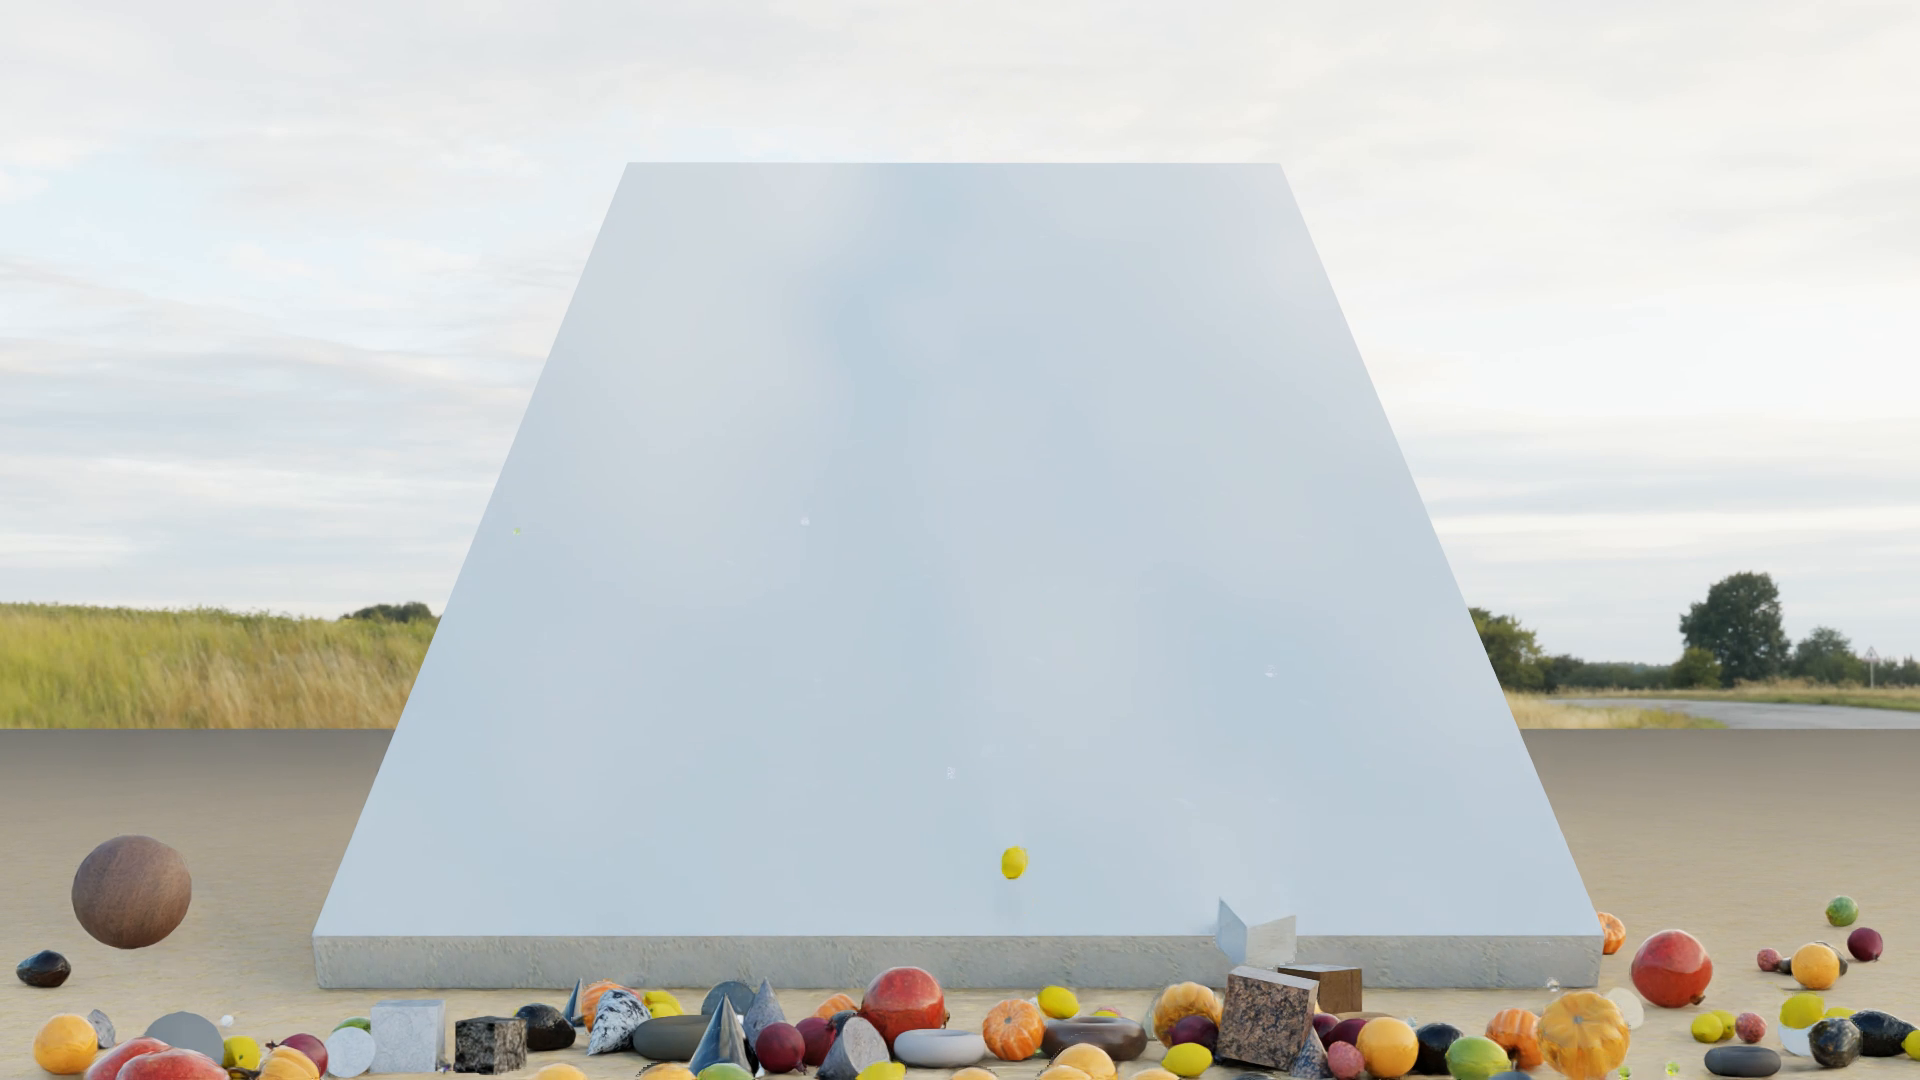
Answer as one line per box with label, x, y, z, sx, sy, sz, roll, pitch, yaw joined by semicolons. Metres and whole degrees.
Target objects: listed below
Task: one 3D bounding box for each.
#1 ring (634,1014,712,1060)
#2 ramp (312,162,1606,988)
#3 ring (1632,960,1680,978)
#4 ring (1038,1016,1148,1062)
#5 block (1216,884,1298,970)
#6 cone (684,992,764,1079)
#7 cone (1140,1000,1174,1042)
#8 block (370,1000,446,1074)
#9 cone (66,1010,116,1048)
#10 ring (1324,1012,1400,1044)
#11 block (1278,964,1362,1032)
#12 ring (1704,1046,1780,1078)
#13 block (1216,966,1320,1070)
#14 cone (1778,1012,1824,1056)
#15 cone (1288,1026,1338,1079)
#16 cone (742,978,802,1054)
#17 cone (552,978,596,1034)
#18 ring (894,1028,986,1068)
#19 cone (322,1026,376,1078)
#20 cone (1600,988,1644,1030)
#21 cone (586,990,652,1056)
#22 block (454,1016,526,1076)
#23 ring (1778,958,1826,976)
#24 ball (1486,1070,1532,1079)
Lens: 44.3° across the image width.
ring;-0.340;0.621;2.945;0.135;0.045;0.135;-1;-4;0
ramp;-0.010;-0.228;5.463;2.000;0.100;4.000;0;26;0
ring;1.135;0.701;3.852;0.077;0.026;0.077;-1;-5;0
ring;0.165;0.620;2.937;0.137;0.046;0.137;0;-6;0
block;0.452;0.591;3.595;0.086;0.086;0.086;-12;30;-21
cone;-0.279;0.583;2.794;0.096;0.096;0.096;0;-4;0
cone;0.254;0.629;3.103;0.052;0.052;0.052;0;-4;0
block;-0.664;0.597;2.841;0.077;0.077;0.077;0;-4;-5
cone;-1.118;0.636;3.012;0.055;0.055;0.055;-27;-7;4
ring;0.526;0.638;3.087;0.098;0.033;0.098;-1;-4;0
block;0.491;0.624;3.220;0.080;0.080;0.080;3;-5;-36
ring;0.926;0.617;2.793;0.087;0.029;0.087;-1;-5;0
block;0.374;0.580;2.866;0.099;0.099;0.099;9;-2;16
cone;1.051;0.633;2.979;0.057;0.057;0.057;0;-31;-2
cone;0.416;0.601;2.781;0.058;0.058;0.058;0;-4;0
cone;-0.247;0.602;3.002;0.092;0.092;0.092;0;-4;0
cone;-0.512;0.625;3.182;0.072;0.072;0.072;0;-4;0
ring;-0.025;0.620;2.878;0.112;0.037;0.112;1;-5;0
cone;-0.722;0.618;2.801;0.062;0.062;0.062;0;-31;-6
cone;0.892;0.652;3.228;0.060;0.060;0.060;2;-32;-27
cone;-0.445;0.626;2.973;0.086;0.086;0.086;-3;21;31
block;-0.561;0.604;2.819;0.060;0.060;0.060;-2;-5;28
ring;1.393;0.705;3.904;0.075;0.025;0.075;-1;-6;0
ball;0.549;0.563;2.352;0.068;0.068;0.068;0;-4;0
